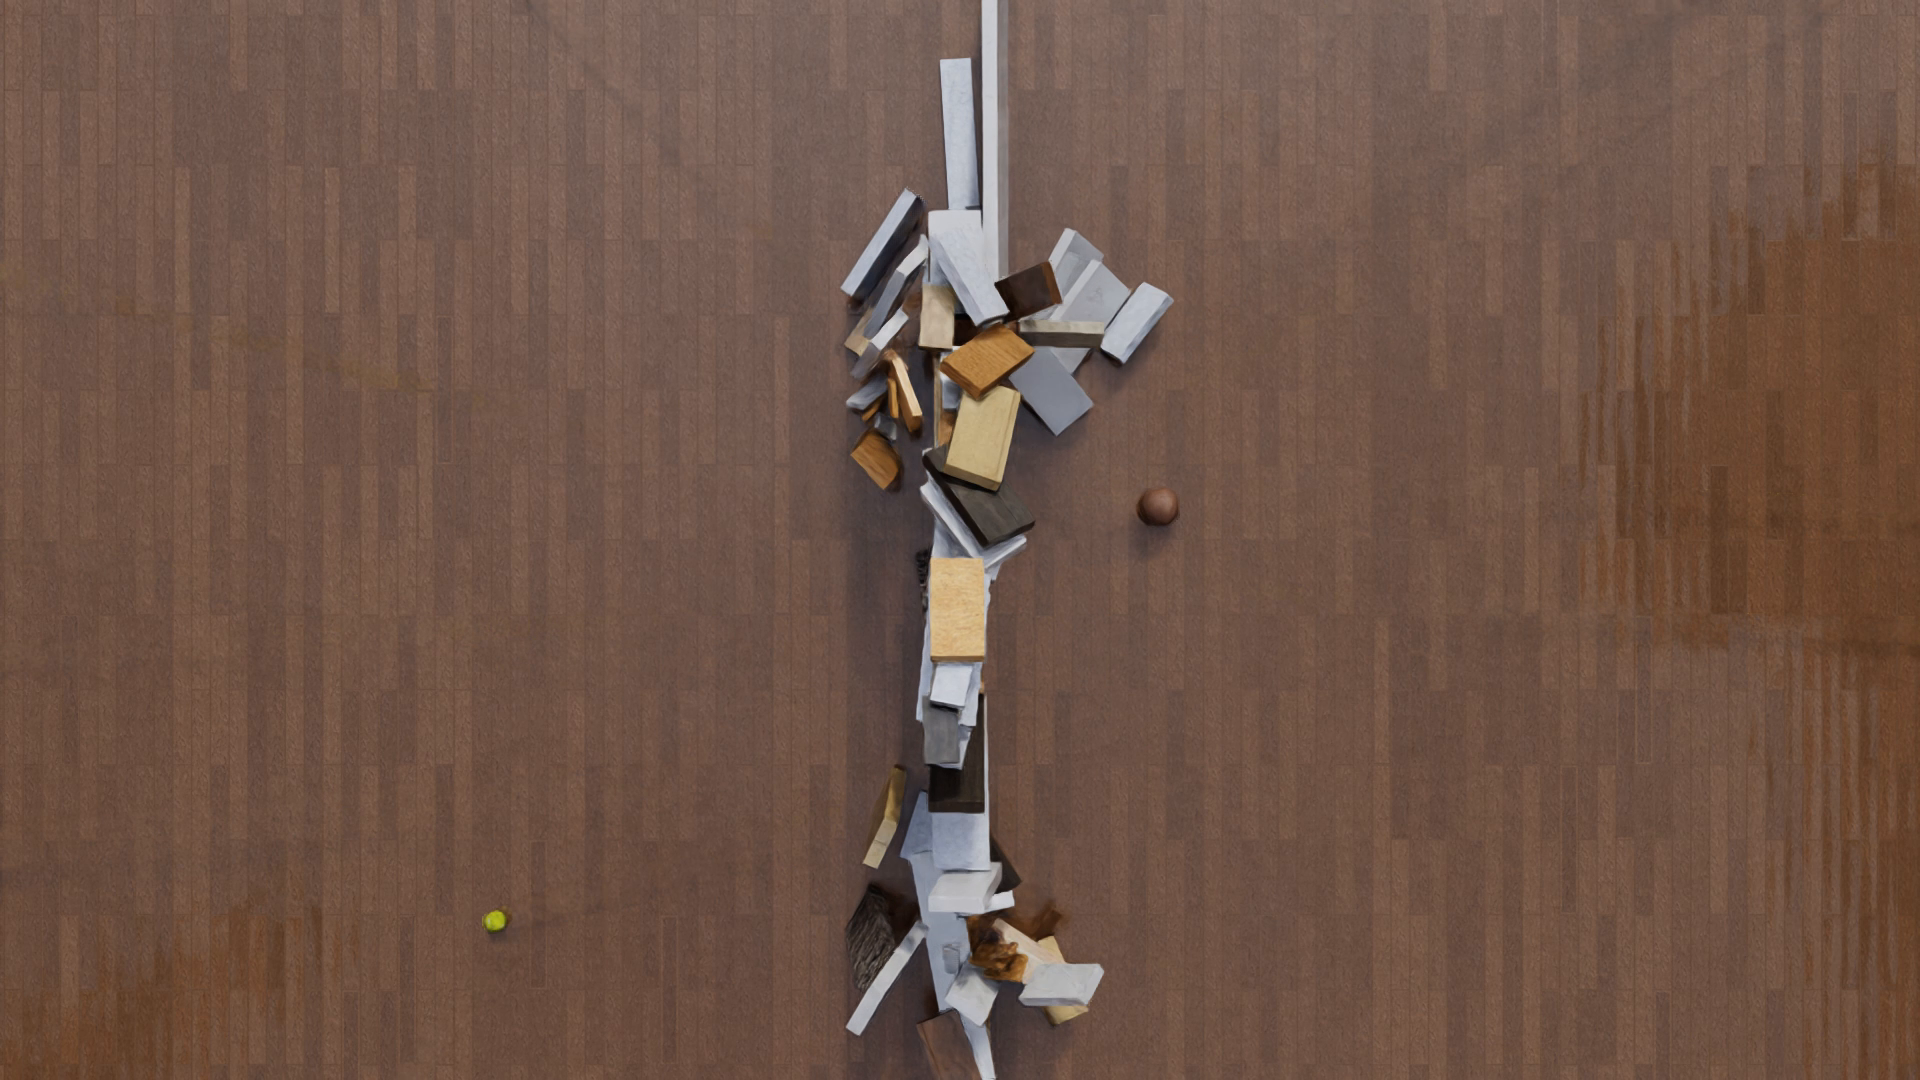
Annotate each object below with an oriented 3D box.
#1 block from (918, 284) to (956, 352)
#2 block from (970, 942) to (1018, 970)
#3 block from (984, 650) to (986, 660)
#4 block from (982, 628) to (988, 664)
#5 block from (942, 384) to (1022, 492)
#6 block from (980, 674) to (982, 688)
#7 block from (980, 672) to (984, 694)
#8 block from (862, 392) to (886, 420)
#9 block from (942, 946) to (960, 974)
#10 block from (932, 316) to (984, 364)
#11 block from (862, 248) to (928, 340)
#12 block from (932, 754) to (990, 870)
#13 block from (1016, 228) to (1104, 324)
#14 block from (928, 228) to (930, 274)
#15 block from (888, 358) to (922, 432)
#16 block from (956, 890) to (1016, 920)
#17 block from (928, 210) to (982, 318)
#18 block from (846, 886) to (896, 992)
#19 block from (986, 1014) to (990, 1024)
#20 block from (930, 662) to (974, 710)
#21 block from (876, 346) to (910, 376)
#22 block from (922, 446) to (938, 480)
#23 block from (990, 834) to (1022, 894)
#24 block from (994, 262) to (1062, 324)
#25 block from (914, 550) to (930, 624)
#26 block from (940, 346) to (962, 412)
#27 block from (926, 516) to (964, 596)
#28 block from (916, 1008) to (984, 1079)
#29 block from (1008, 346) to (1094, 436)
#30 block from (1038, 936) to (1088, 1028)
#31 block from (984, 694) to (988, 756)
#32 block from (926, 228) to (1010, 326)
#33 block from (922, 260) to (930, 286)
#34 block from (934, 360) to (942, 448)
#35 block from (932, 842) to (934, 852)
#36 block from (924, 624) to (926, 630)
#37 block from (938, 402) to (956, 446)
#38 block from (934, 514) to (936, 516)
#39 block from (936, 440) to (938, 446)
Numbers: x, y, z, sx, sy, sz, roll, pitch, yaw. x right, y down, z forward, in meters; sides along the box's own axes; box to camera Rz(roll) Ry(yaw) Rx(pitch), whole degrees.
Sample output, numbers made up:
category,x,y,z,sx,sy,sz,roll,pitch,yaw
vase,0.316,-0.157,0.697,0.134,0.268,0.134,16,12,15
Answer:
category,x,y,z,sx,sy,sz,roll,pitch,yaw
block,-0.070,-0.687,5.109,0.104,0.029,0.207,5,74,-4
block,0.104,1.322,5.245,0.083,0.166,0.023,-44,107,-30
block,-0.022,0.222,5.244,0.169,0.048,0.338,-7,82,-1
block,0.003,0.249,5.374,0.169,0.048,0.338,0,50,0
block,0.066,-0.325,4.957,0.173,0.049,0.346,19,56,-9
block,0.006,0.417,5.196,0.118,0.424,0.033,0,94,0
block,0.015,0.450,5.218,0.118,0.236,0.033,0,94,0
block,-0.281,-0.440,5.393,0.016,0.116,0.058,42,128,-15
block,-0.028,1.359,5.331,0.049,0.014,0.099,3,118,14
block,-0.007,-0.632,5.346,0.164,0.328,0.046,-1,60,0
block,-0.207,-0.774,5.217,0.043,0.301,0.150,35,45,2
block,0.002,0.853,5.159,0.175,0.050,0.351,-1,89,0
block,0.329,-0.830,5.420,0.049,0.172,0.344,29,90,42
block,-0.019,-0.875,5.356,0.164,0.328,0.046,-2,52,0
block,-0.173,-0.459,5.219,0.029,0.104,0.207,-15,70,-16
block,0.074,1.156,5.219,0.167,0.334,0.047,-11,77,-6
block,-0.013,-0.868,5.183,0.164,0.046,0.328,-1,86,0
block,-0.289,1.283,5.314,0.049,0.347,0.174,27,101,-17
block,0.039,1.576,5.451,0.118,0.034,0.237,3,90,0
block,-0.018,0.381,4.697,0.098,0.028,0.195,11,62,4
block,-0.247,-0.603,5.489,0.078,0.022,0.156,-41,90,0
block,-0.039,-0.182,5.061,0.108,0.031,0.216,-13,108,2
block,0.091,1.058,5.428,0.115,0.033,0.230,-34,88,22
block,0.204,-0.763,5.100,0.037,0.264,0.132,-20,95,-34
block,-0.043,0.161,5.114,0.157,0.044,0.313,-6,49,-5
block,-0.006,-0.498,5.090,0.103,0.029,0.207,-3,72,-2
block,-0.007,0.022,5.032,0.157,0.044,0.313,8,87,-10
block,-0.026,1.669,5.319,0.139,0.039,0.278,-21,83,0
block,0.279,-0.511,5.393,0.163,0.046,0.327,-39,119,6
block,0.301,1.446,5.405,0.133,0.038,0.266,-14,67,-31
block,0.001,0.638,5.344,0.176,0.351,0.050,0,126,0
block,0.025,-0.811,5.082,0.043,0.152,0.304,-32,87,35
block,-0.088,-0.889,5.469,0.058,0.017,0.117,13,113,-2
block,-0.001,-0.400,5.152,0.162,0.046,0.323,0,90,0
block,0.001,0.865,5.342,0.175,0.351,0.050,0,125,0
block,-0.026,0.309,5.055,0.157,0.313,0.044,-6,108,-1
block,-0.009,-0.371,5.090,0.108,0.031,0.216,4,77,0
block,-0.008,0.047,5.388,0.169,0.048,0.338,3,57,0
block,-0.016,-0.204,5.116,0.108,0.031,0.216,-1,94,0
